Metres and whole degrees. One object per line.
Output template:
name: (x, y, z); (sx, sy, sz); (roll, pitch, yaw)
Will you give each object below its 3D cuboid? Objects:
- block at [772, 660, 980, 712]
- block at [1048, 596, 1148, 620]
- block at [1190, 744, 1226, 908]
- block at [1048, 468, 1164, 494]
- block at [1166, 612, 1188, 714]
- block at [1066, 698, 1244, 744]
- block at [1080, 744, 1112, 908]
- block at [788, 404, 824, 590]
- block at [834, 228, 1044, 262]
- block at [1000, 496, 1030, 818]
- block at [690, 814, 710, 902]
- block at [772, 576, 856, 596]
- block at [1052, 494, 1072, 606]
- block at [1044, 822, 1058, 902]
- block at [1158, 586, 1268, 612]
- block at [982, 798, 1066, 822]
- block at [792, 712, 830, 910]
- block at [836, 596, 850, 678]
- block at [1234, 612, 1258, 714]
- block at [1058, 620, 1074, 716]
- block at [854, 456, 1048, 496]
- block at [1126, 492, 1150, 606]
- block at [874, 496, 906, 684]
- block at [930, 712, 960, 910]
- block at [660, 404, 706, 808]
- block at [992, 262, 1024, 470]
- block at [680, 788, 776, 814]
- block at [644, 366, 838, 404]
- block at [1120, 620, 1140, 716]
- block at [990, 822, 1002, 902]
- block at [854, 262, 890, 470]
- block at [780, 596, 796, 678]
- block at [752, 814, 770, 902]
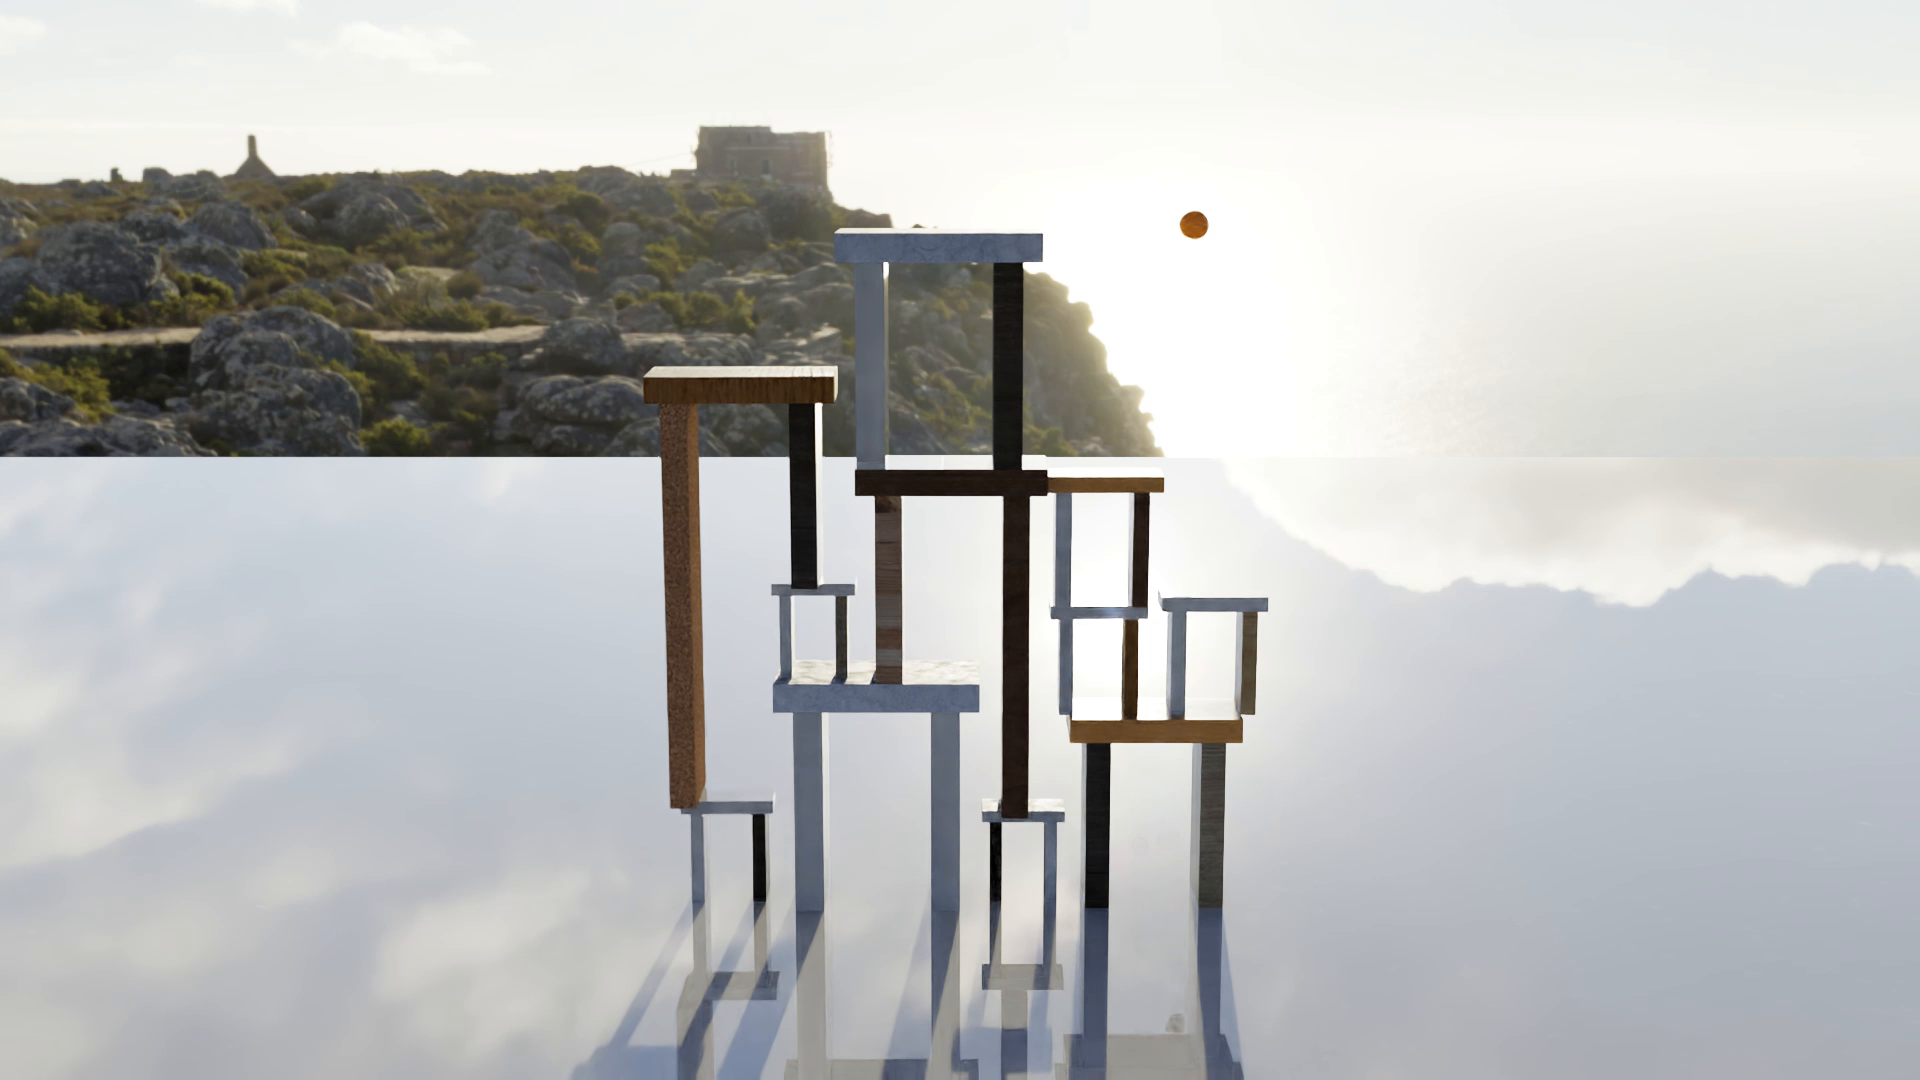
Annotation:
block: (-0.134, 0.239, 3.609); (0.332, 0.047, 0.166); (0, 11, 0)
block: (0.225, 0.110, 3.579); (0.158, 0.022, 0.079); (0, 11, 0)
block: (0.410, 0.453, 3.644); (0.040, 0.279, 0.140); (0, 11, 0)
block: (0.232, -0.096, 3.541); (0.185, 0.026, 0.093); (0, 11, 0)
block: (0.354, 0.192, 3.598); (0.024, 0.171, 0.086); (0, 11, 0)
block: (0.317, 0.296, 3.615); (0.279, 0.040, 0.140); (0, 11, 0)
block: (0.224, 0.453, 3.644); (0.040, 0.279, 0.140); (0, 11, 0)
block: (-0.248, -0.082, 3.549); (0.042, 0.298, 0.149); (0, 10, 0)
block: (-0.032, -0.466, 3.474); (0.323, 0.046, 0.162); (0, 11, 0)
block: (0.090, 0.177, 3.592); (0.043, 0.529, 0.153); (0, 11, 0)
block: (-0.432, 0.516, 3.654); (0.021, 0.151, 0.076); (0, 11, 0)
block: (-0.237, 0.074, 3.577); (0.135, 0.019, 0.068); (0, 10, 0)
block: (0.165, 0.008, 3.560); (0.026, 0.185, 0.093); (0, 11, 0)
block: (0.150, 0.524, 3.654); (0.019, 0.136, 0.068); (0, 11, 0)
block: (0.411, 0.096, 3.580); (0.171, 0.024, 0.085); (0, 11, 0)
block: (0.104, 0.448, 3.639); (0.136, 0.019, 0.068); (0, 11, 0)
block: (-0.245, 0.426, 3.644); (0.047, 0.332, 0.166); (0, 11, 0)
block: (-0.192, 0.151, 3.586); (0.019, 0.135, 0.067); (0, 10, 0)
block: (0.468, 0.192, 3.598); (0.024, 0.171, 0.086); (0, 11, 0)
block: (0.172, 0.199, 3.595); (0.022, 0.158, 0.079); (0, 11, 0)
block: (-0.013, -0.104, 3.540); (0.305, 0.043, 0.153); (0, 11, 0)
block: (0.289, 0.008, 3.560); (0.026, 0.185, 0.093); (0, 11, -1)
block: (-0.113, 0.067, 3.573); (0.043, 0.305, 0.153); (0, 11, 0)
block: (-0.024, 0.426, 3.644); (0.047, 0.332, 0.166); (0, 11, 0)
block: (-0.449, 0.098, 3.572); (0.042, 0.659, 0.149); (0, 11, 0)
block: (0.076, -0.284, 3.507); (0.046, 0.323, 0.162); (0, 11, 0)
block: (-0.383, 0.431, 3.636); (0.151, 0.021, 0.076); (0, 11, -1)
block: (-0.348, -0.248, 3.513); (0.298, 0.042, 0.149); (0, 11, -2)
block: (0.278, 0.199, 3.595); (0.022, 0.158, 0.079); (0, 11, 0)
block: (0.059, 0.524, 3.654); (0.019, 0.136, 0.068); (0, 11, 0)
block: (-0.140, -0.284, 3.507); (0.046, 0.323, 0.162); (0, 11, 0)
block: (-0.282, 0.151, 3.586); (0.019, 0.135, 0.067); (0, 10, 0)
block: (-0.330, 0.516, 3.655); (0.021, 0.151, 0.076); (0, 11, 0)
